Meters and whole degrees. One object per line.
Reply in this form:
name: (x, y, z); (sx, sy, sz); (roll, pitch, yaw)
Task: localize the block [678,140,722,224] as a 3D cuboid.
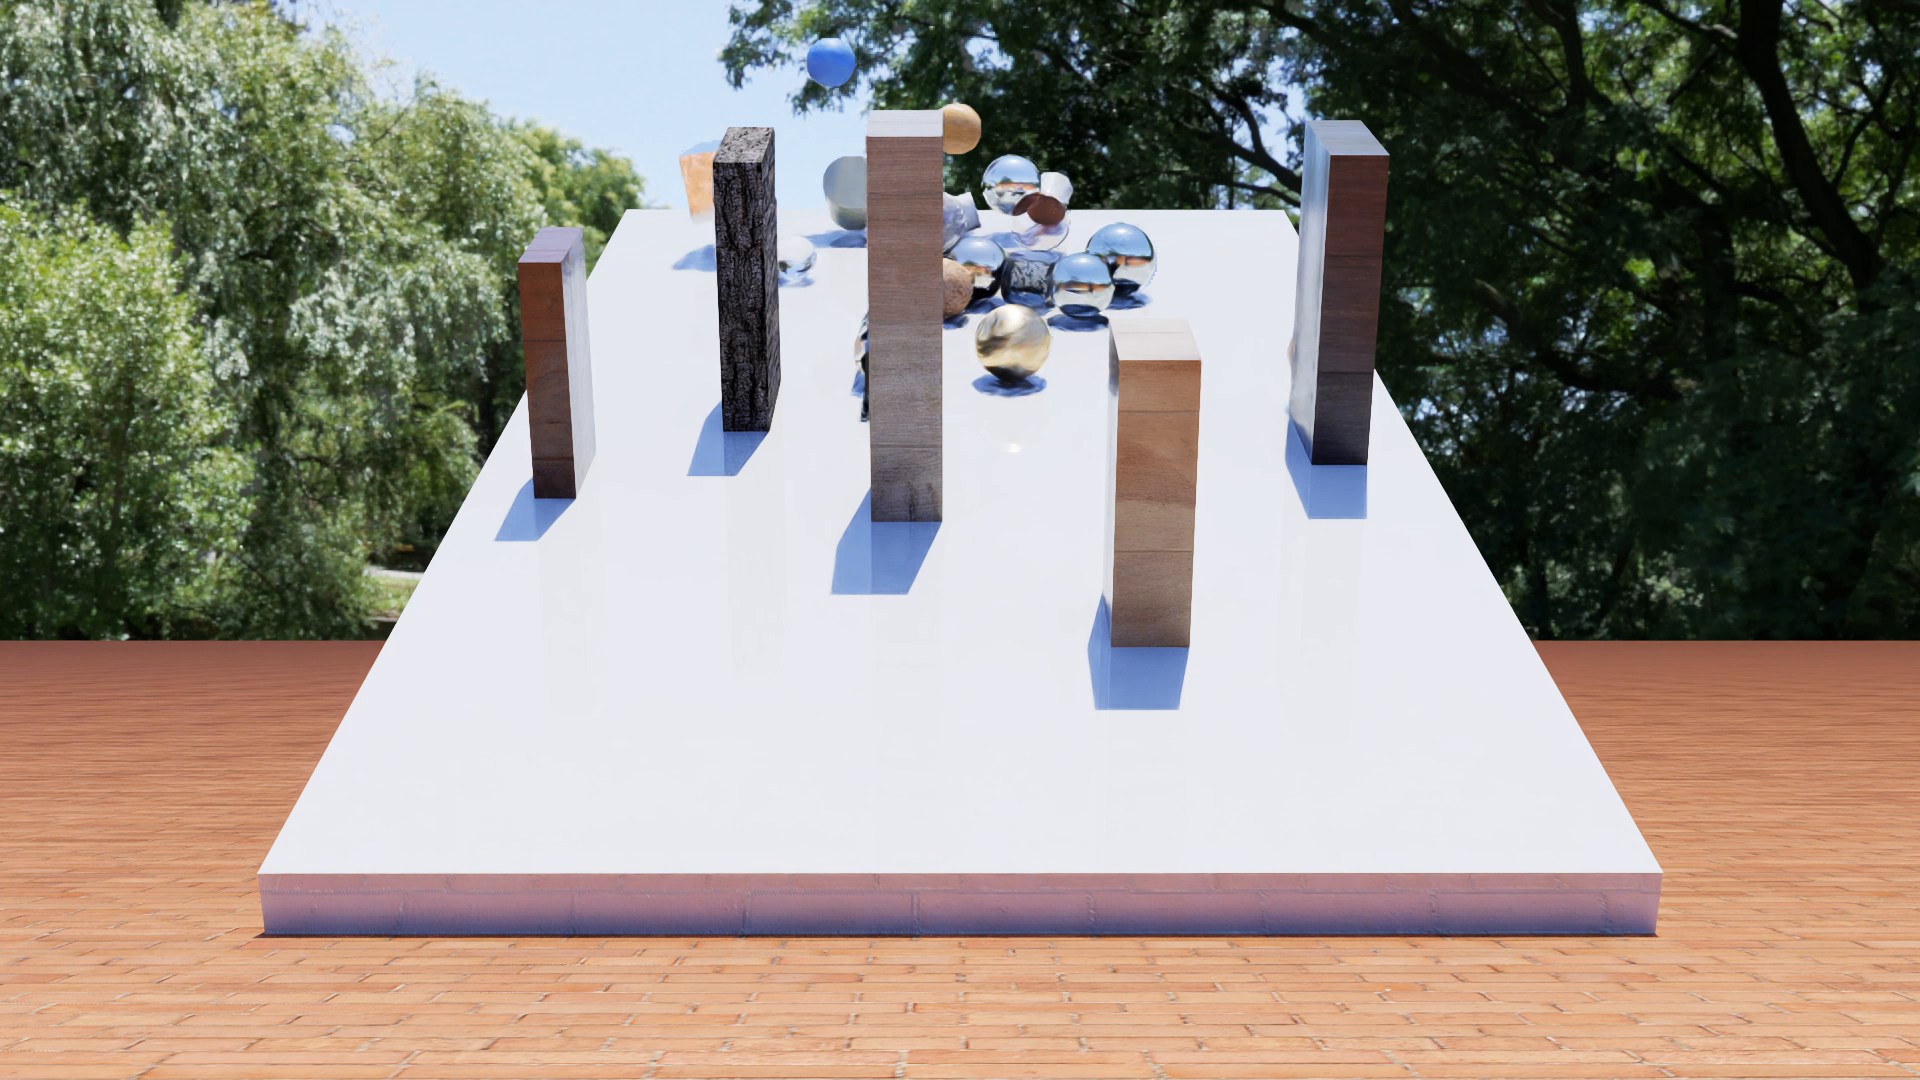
block: (-0.652, -1.016, 6.448); (0.194, 0.194, 0.194); (-6, 19, 13)

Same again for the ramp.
ramp: (-0.006, -0.219, 5.137); (2.000, 0.100, 4.000); (0, 22, 0)

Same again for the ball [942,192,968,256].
ball: (-0.072, -0.889, 6.437); (0.185, 0.185, 0.185); (0, -2, 0)

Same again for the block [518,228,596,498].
block: (-0.822, -0.366, 4.699); (0.085, 0.493, 0.284); (0, 22, 0)

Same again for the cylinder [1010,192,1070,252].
cylinder: (0.224, -0.893, 6.428); (0.165, 0.165, 0.165); (0, 10, 1)

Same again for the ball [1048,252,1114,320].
ball: (0.311, -0.649, 5.855); (0.169, 0.169, 0.169); (0, -2, 0)

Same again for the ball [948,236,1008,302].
ball: (0.045, -0.711, 6.008); (0.169, 0.169, 0.169); (0, -2, 0)

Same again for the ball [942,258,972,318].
ball: (-0.045, -0.643, 5.858); (0.154, 0.154, 0.154); (0, -2, 0)

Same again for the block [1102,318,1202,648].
block: (0.331, -0.101, 4.003); (0.137, 0.521, 0.247); (0, 22, 0)

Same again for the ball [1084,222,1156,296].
ball: (0.422, -0.742, 6.060); (0.191, 0.191, 0.191); (0, -2, 0)

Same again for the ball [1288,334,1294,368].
ball: (0.814, -0.425, 5.199); (0.141, 0.141, 0.141); (0, -2, 0)

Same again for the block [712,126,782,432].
block: (-0.471, -0.586, 5.111); (0.103, 0.599, 0.371); (0, 22, 0)

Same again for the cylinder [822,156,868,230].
cylinder: (-0.309, -1.005, 6.649); (0.166, 0.166, 0.166); (0, -15, 2)

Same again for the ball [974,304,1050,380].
ball: (0.124, -0.463, 5.374); (0.179, 0.179, 0.179); (0, -2, 0)

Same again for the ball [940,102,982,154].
ball: (-0.010, -1.207, 6.728); (0.151, 0.151, 0.151); (0, -2, 0)

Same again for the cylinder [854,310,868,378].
cylinder: (-0.156, -0.466, 5.386); (0.174, 0.174, 0.174); (0, 22, 3)

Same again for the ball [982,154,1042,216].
ball: (0.151, -1.028, 6.643); (0.176, 0.176, 0.176); (0, -2, 0)

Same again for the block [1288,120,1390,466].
block: (0.803, -0.531, 4.894); (0.119, 0.662, 0.349); (0, 22, 0)

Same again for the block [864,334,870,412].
block: (-0.142, -0.381, 5.215); (0.143, 0.143, 0.143); (0, 22, 0)

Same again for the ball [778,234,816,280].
ball: (-0.451, -0.766, 6.205); (0.125, 0.125, 0.125); (0, -2, 0)

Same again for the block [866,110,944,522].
block: (-0.105, -0.438, 4.513); (0.142, 0.768, 0.247); (0, 22, 0)

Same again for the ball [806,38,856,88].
ball: (-0.375, -1.386, 6.651); (0.143, 0.143, 0.143); (0, -2, 0)

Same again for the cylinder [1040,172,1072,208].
cylinder: (0.265, -1.008, 6.769); (0.114, 0.114, 0.114); (11, -42, 10)
